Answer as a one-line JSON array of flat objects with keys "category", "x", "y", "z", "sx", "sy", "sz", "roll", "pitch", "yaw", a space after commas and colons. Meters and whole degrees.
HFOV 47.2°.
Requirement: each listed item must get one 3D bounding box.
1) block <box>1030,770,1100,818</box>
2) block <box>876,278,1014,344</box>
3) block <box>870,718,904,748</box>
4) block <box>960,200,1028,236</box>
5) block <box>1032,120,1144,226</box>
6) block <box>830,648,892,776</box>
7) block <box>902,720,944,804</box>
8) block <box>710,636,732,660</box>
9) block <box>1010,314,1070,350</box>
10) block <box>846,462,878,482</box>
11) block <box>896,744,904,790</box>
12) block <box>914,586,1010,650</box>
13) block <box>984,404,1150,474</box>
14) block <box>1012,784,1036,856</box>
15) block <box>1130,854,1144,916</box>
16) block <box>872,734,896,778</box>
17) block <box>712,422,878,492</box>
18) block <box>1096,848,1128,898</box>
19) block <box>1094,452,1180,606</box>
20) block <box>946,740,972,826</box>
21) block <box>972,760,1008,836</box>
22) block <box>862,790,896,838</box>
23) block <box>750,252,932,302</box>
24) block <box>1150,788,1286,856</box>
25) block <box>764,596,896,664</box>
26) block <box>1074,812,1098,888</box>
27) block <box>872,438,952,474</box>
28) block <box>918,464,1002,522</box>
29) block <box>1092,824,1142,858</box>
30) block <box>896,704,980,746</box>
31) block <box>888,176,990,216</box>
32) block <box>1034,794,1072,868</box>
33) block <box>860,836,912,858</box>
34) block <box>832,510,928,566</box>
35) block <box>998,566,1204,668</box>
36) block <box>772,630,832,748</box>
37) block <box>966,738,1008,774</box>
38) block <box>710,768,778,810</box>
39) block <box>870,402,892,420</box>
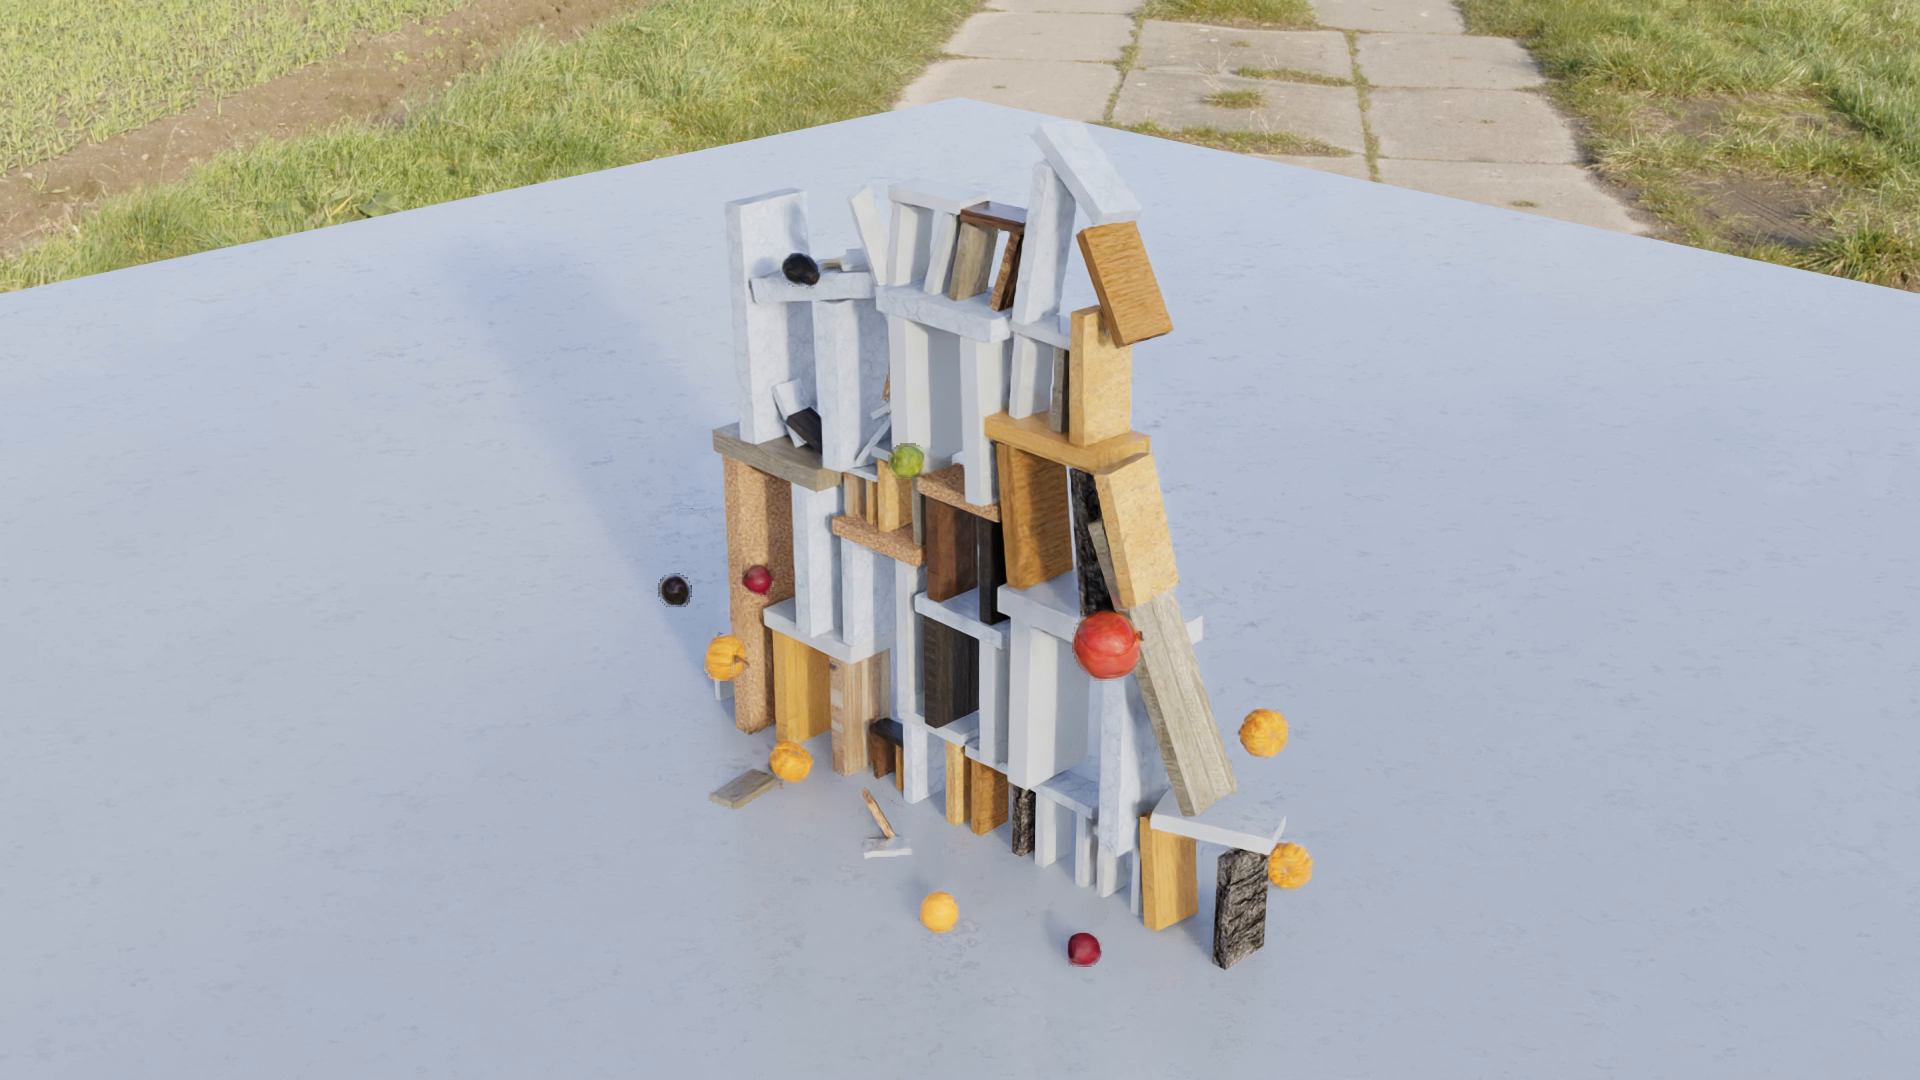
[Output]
[{"category": "block", "x": 0.219, "y": 0.481, "z": 4.196, "sx": 0.157, "sy": 0.022, "sz": 0.079, "roll": 21, "pitch": 31, "yaw": 41}, {"category": "block", "x": 0.003, "y": -0.428, "z": 4.032, "sx": 0.150, "sy": 0.043, "sz": 0.301, "roll": -21, "pitch": 31, "yaw": -40}, {"category": "block", "x": -0.134, "y": 0.397, "z": 4.543, "sx": 0.103, "sy": 0.015, "sz": 0.051, "roll": 21, "pitch": 31, "yaw": 41}, {"category": "block", "x": 0.086, "y": -0.568, "z": 3.884, "sx": 0.155, "sy": 0.022, "sz": 0.077, "roll": 18, "pitch": 29, "yaw": 35}, {"category": "block", "x": 0.217, "y": -0.626, "z": 3.743, "sx": 0.103, "sy": 0.029, "sz": 0.206, "roll": -14, "pitch": 63, "yaw": -42}, {"category": "block", "x": -0.207, "y": 0.347, "z": 4.598, "sx": 0.038, "sy": 0.269, "sz": 0.135, "roll": 21, "pitch": 31, "yaw": 41}, {"category": "block", "x": -0.073, "y": 0.438, "z": 4.492, "sx": 0.026, "sy": 0.185, "sz": 0.093, "roll": 21, "pitch": 31, "yaw": 41}, {"category": "block", "x": -0.493, "y": 0.246, "z": 4.864, "sx": 0.116, "sy": 0.016, "sz": 0.058, "roll": 21, "pitch": 31, "yaw": 41}, {"category": "block", "x": 0.172, "y": -0.370, "z": 3.877, "sx": 0.081, "sy": 0.023, "sz": 0.161, "roll": -19, "pitch": 30, "yaw": -38}, {"category": "block", "x": -0.184, "y": -0.139, "z": 4.357, "sx": 0.094, "sy": 0.013, "sz": 0.047, "roll": 20, "pitch": 30, "yaw": 39}, {"category": "block", "x": -0.110, "y": 0.461, "z": 4.543, "sx": 0.015, "sy": 0.103, "sz": 0.051, "roll": 21, "pitch": 31, "yaw": 41}, {"category": "block", "x": 0.038, "y": 0.140, "z": 4.235, "sx": 0.119, "sy": 0.034, "sz": 0.238, "roll": -21, "pitch": 31, "yaw": -40}, {"category": "block", "x": 0.190, "y": -0.186, "z": 3.936, "sx": 0.137, "sy": 0.039, "sz": 0.274, "roll": -21, "pitch": 31, "yaw": -40}, {"category": "block", "x": 0.140, "y": 0.528, "z": 4.302, "sx": 0.024, "sy": 0.167, "sz": 0.084, "roll": 21, "pitch": 31, "yaw": 40}, {"category": "block", "x": 0.349, "y": 0.631, "z": 4.109, "sx": 0.018, "sy": 0.128, "sz": 0.064, "roll": 21, "pitch": 31, "yaw": 40}, {"category": "block", "x": -0.158, "y": 0.442, "z": 4.588, "sx": 0.015, "sy": 0.103, "sz": 0.051, "roll": 21, "pitch": 31, "yaw": 41}, {"category": "block", "x": -0.339, "y": -0.184, "z": 4.506, "sx": 0.164, "sy": 0.047, "sz": 0.329, "roll": -21, "pitch": 31, "yaw": -40}, {"category": "block", "x": 0.288, "y": 0.608, "z": 4.165, "sx": 0.064, "sy": 0.128, "sz": 0.018, "roll": -21, "pitch": 31, "yaw": -41}, {"category": "block", "x": 0.303, "y": -0.018, "z": 3.751, "sx": 0.034, "sy": 0.237, "sz": 0.118, "roll": 3, "pitch": 22, "yaw": 46}, {"category": "block", "x": 0.014, "y": 0.472, "z": 4.412, "sx": 0.093, "sy": 0.185, "sz": 0.026, "roll": -21, "pitch": 31, "yaw": -40}, {"category": "block", "x": 0.060, "y": 0.497, "z": 4.376, "sx": 0.024, "sy": 0.167, "sz": 0.084, "roll": 20, "pitch": 30, "yaw": 39}, {"category": "block", "x": -0.160, "y": 0.545, "z": 4.346, "sx": 0.015, "sy": 0.103, "sz": 0.052, "roll": -30, "pitch": 27, "yaw": -3}, {"category": "block", "x": -0.225, "y": -0.510, "z": 4.281, "sx": 0.342, "sy": 0.048, "sz": 0.171, "roll": 3, "pitch": 20, "yaw": 41}, {"category": "block", "x": 0.465, "y": 0.505, "z": 3.957, "sx": 0.221, "sy": 0.031, "sz": 0.110, "roll": 11, "pitch": 22, "yaw": 19}, {"category": "block", "x": -0.271, "y": 0.181, "z": 4.597, "sx": 0.269, "sy": 0.038, "sz": 0.135, "roll": 21, "pitch": 31, "yaw": 40}, {"category": "block", "x": 0.256, "y": 0.578, "z": 4.197, "sx": 0.022, "sy": 0.157, "sz": 0.079, "roll": 21, "pitch": 31, "yaw": 41}, {"category": "block", "x": -0.093, "y": -0.164, "z": 4.265, "sx": 0.149, "sy": 0.021, "sz": 0.075, "roll": 21, "pitch": 31, "yaw": 40}, {"category": "block", "x": 0.032, "y": -0.090, "z": 4.144, "sx": 0.108, "sy": 0.030, "sz": 0.215, "roll": -21, "pitch": 30, "yaw": -40}, {"category": "block", "x": 0.318, "y": 0.553, "z": 4.107, "sx": 0.128, "sy": 0.018, "sz": 0.064, "roll": 21, "pitch": 31, "yaw": 40}, {"category": "block", "x": -0.029, "y": 0.357, "z": 4.411, "sx": 0.093, "sy": 0.026, "sz": 0.185, "roll": -21, "pitch": 31, "yaw": -40}, {"category": "block", "x": -0.039, "y": -0.622, "z": 3.973, "sx": 0.169, "sy": 0.024, "sz": 0.085, "roll": 19, "pitch": 30, "yaw": 34}, {"category": "block", "x": 0.181, "y": 0.549, "z": 4.265, "sx": 0.022, "sy": 0.157, "sz": 0.079, "roll": 21, "pitch": 31, "yaw": 41}, {"category": "block", "x": -0.145, "y": 0.604, "z": 4.320, "sx": 0.095, "sy": 0.013, "sz": 0.047, "roll": -3, "pitch": 23, "yaw": -7}, {"category": "block", "x": -0.130, "y": -0.012, "z": 4.359, "sx": 0.235, "sy": 0.033, "sz": 0.117, "roll": 21, "pitch": 31, "yaw": 40}, {"category": "block", "x": 0.252, "y": 0.134, "z": 4.007, "sx": 0.173, "sy": 0.049, "sz": 0.346, "roll": -21, "pitch": 31, "yaw": -40}, {"category": "block", "x": -0.334, "y": 0.298, "z": 4.715, "sx": 0.135, "sy": 0.269, "sz": 0.038, "roll": -21, "pitch": 31, "yaw": -41}, {"category": "block", "x": 0.099, "y": 0.425, "z": 4.301, "sx": 0.167, "sy": 0.024, "sz": 0.084, "roll": 21, "pitch": 31, "yaw": 40}, {"category": "block", "x": -0.445, "y": 0.514, "z": 4.528, "sx": 0.066, "sy": 0.019, "sz": 0.131, "roll": 16, "pitch": 28, "yaw": 33}, {"category": "block", "x": -0.122, "y": -0.262, "z": 4.267, "sx": 0.103, "sy": 0.015, "sz": 0.051, "roll": -27, "pitch": -6, "yaw": 42}]
